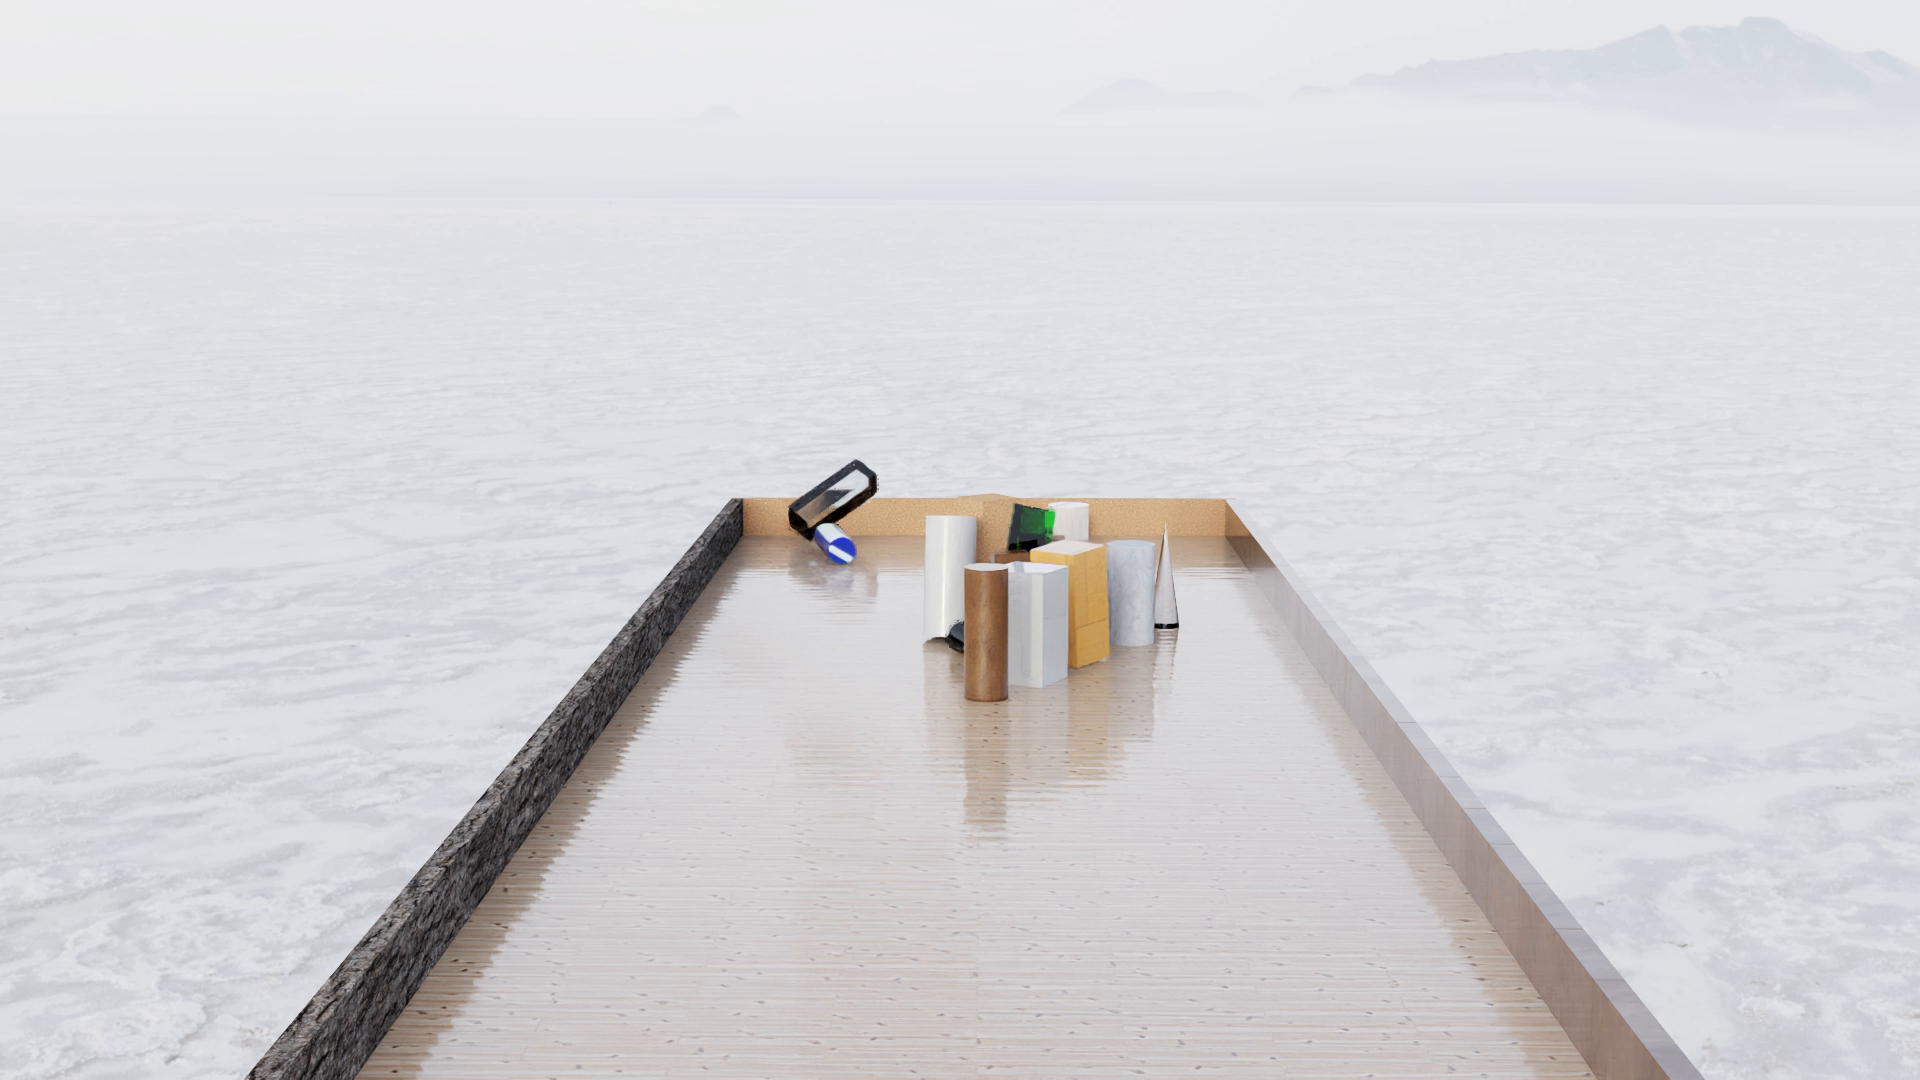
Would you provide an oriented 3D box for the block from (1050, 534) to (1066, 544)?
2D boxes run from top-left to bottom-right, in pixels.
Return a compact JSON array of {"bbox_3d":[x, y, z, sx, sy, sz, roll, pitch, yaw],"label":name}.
[{"bbox_3d":[0.234,0.148,6.954,0.126,0.338,0.126,6,5,35],"label":"block"}]

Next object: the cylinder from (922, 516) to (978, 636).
[{"bbox_3d":[-0.032,0.115,6.993,0.164,0.380,0.164,2,-1,0],"label":"cylinder"}]

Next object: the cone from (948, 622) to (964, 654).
[{"bbox_3d":[0.075,0.343,6.685,0.100,0.100,0.305,-5,19,-27],"label":"cone"}]

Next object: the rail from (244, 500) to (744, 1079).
[{"bbox_3d":[-1.004,0.839,3.234,0.050,0.150,12.000,0,9,1],"label":"rail"}]

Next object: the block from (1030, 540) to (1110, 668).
[{"bbox_3d":[0.334,0.191,6.660,0.162,0.346,0.162,8,16,40],"label":"block"}]

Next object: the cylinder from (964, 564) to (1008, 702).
[{"bbox_3d":[0.074,0.260,6.177,0.125,0.374,0.125,0,9,0],"label":"cylinder"}]

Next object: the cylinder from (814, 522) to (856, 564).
[{"bbox_3d":[-0.492,0.012,8.598,0.104,0.104,0.403,-2,9,-12],"label":"cylinder"}]

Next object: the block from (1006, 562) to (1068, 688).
[{"bbox_3d":[0.200,0.244,6.412,0.173,0.331,0.173,5,10,27],"label":"block"}]

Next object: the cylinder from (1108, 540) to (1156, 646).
[{"bbox_3d":[0.541,0.166,6.960,0.152,0.313,0.152,0,9,0],"label":"cylinder"}]

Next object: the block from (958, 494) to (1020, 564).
[{"bbox_3d":[0.093,0.074,7.171,0.144,0.430,0.144,-6,11,-34],"label":"block"}]

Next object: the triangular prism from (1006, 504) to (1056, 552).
[{"bbox_3d":[0.170,0.117,6.847,0.145,0.444,0.125,12,-4,-23],"label":"triangular prism"}]

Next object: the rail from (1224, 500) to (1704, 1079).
[{"bbox_3d":[1.046,0.843,3.208,0.050,0.150,12.000,0,9,1],"label":"rail"}]

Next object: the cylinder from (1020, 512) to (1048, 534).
[{"bbox_3d":[0.287,-0.057,9.012,0.434,0.112,0.112,-2,9,-14],"label":"cylinder"}]

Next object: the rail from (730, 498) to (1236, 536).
[{"bbox_3d":[0.099,-0.098,9.147,2.100,0.150,0.050,0,9,1],"label":"rail"}]

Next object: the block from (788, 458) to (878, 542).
[{"bbox_3d":[-0.522,-0.167,9.038,0.377,0.121,0.121,-37,59,-26],"label":"block"}]

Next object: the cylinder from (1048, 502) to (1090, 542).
[{"bbox_3d":[0.354,0.083,7.202,0.133,0.401,0.133,0,9,0],"label":"cylinder"}]

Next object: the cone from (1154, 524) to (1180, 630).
[{"bbox_3d":[0.670,0.111,7.198,0.101,0.348,0.101,0,9,0],"label":"cone"}]

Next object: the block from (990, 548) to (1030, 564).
[{"bbox_3d":[0.160,0.197,6.685,0.109,0.326,0.109,-4,5,-6],"label":"block"}]
